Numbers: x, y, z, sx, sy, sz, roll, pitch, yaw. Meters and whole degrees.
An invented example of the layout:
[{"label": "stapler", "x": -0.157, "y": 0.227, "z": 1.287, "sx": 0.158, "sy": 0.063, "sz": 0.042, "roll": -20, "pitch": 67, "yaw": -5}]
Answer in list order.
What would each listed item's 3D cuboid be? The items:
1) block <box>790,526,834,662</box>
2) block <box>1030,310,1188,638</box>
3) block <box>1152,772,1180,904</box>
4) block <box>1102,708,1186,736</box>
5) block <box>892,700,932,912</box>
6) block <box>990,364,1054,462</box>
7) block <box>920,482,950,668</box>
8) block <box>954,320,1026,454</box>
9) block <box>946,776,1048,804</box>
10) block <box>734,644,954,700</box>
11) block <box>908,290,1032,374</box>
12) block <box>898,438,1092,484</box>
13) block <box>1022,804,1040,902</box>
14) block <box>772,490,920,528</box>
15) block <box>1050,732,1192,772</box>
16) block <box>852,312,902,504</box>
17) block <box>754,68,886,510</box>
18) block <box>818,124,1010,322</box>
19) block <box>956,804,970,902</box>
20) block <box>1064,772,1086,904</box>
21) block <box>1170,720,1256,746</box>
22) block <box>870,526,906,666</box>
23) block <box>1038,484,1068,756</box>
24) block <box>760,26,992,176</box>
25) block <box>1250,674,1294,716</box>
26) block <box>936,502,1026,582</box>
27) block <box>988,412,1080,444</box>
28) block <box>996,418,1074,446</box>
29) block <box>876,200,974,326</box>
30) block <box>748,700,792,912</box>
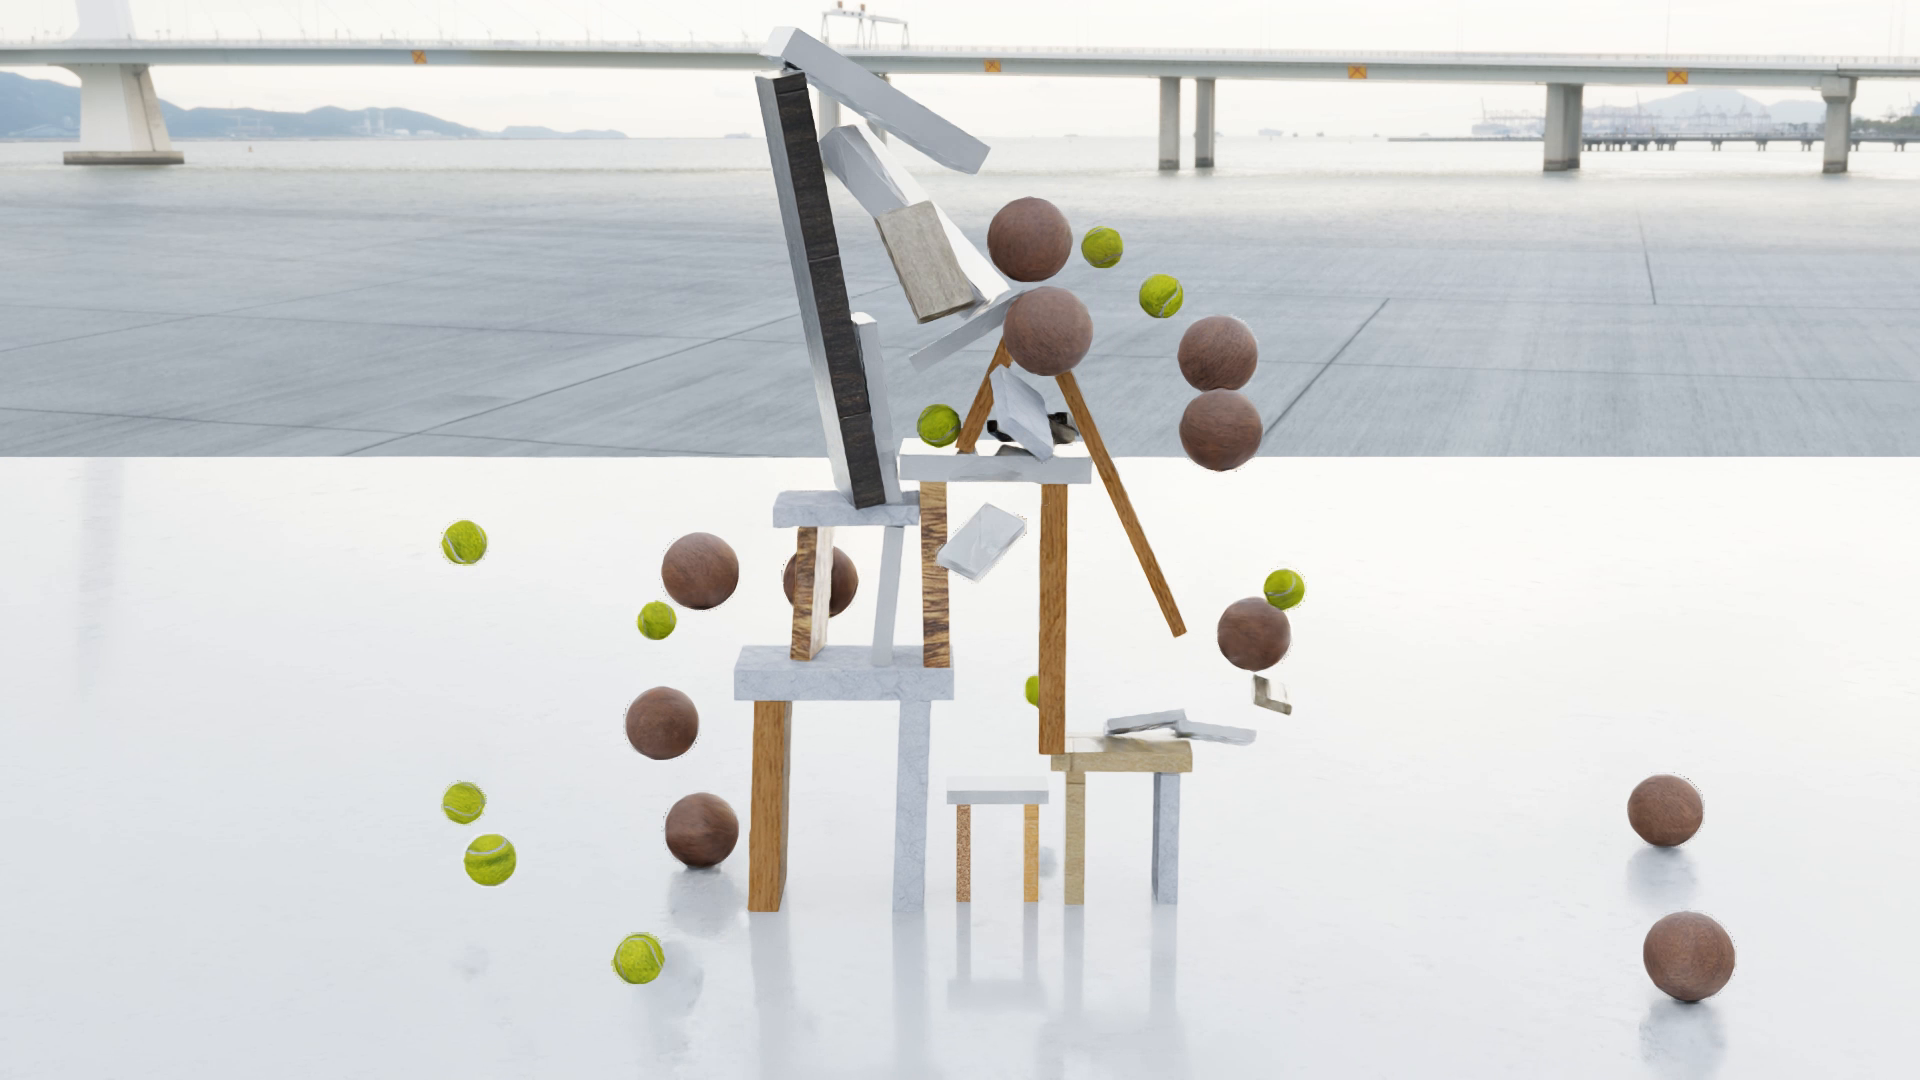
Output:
[{"label": "block", "x": -0.240, "y": 0.071, "z": 3.596, "sx": 0.033, "sy": 0.230, "sz": 0.115, "roll": 7, "pitch": 15, "yaw": 10}, {"label": "block", "x": 0.244, "y": -0.092, "z": 3.505, "sx": 0.025, "sy": 0.670, "sz": 0.088, "roll": -23, "pitch": 41, "yaw": 6}, {"label": "block", "x": 0.341, "y": 0.476, "z": 3.651, "sx": 0.033, "sy": 0.230, "sz": 0.115, "roll": 0, "pitch": 11, "yaw": -1}, {"label": "block", "x": 0.303, "y": 0.301, "z": 3.623, "sx": 0.130, "sy": 0.018, "sz": 0.065, "roll": -7, "pitch": -14, "yaw": -5}, {"label": "block", "x": -0.079, "y": 0.415, "z": 3.638, "sx": 0.050, "sy": 0.353, "sz": 0.176, "roll": 2, "pitch": 11, "yaw": 0}, {"label": "block", "x": 0.091, "y": -0.190, "z": 3.258, "sx": 0.088, "sy": 0.025, "sz": 0.175, "roll": 36, "pitch": 22, "yaw": -22}, {"label": "block", "x": -0.040, "y": 0.041, "z": 3.570, "sx": 0.043, "sy": 0.303, "sz": 0.152, "roll": -1, "pitch": 12, "yaw": 0}, {"label": "block", "x": 0.048, "y": -0.244, "z": 3.487, "sx": 0.029, "sy": 0.208, "sz": 0.104, "roll": 24, "pitch": 12, "yaw": -1}, {"label": "block", "x": 0.062, "y": 0.413, "z": 3.638, "sx": 0.167, "sy": 0.024, "sz": 0.084, "roll": 0, "pitch": 11, "yaw": 0}, {"label": "block", "x": -0.186, "y": 0.216, "z": 3.601, "sx": 0.353, "sy": 0.050, "sz": 0.176, "roll": 0, "pitch": 11, "yaw": 0}, {"label": "block", "x": 0.014, "y": -0.328, "z": 3.476, "sx": 0.208, "sy": 0.029, "sz": 0.104, "roll": -31, "pitch": 5, "yaw": 0}, {"label": "block", "x": 0.058, "y": -0.127, "z": 3.529, "sx": 0.303, "sy": 0.043, "sz": 0.152, "roll": 1, "pitch": 12, "yaw": 1}, {"label": "block", "x": 0.117, "y": 0.507, "z": 3.655, "sx": 0.024, "sy": 0.167, "sz": 0.084, "roll": 0, "pitch": 11, "yaw": 0}, {"label": "block", "x": -0.180, "y": -0.051, "z": 3.531, "sx": 0.230, "sy": 0.033, "sz": 0.115, "roll": -1, "pitch": 14, "yaw": 1}, {"label": "block", "x": 0.264, "y": 0.349, "z": 3.617, "sx": 0.229, "sy": 0.033, "sz": 0.115, "roll": 0, "pitch": 12, "yaw": 2}, {"label": "block", "x": -0.137, "y": -0.210, "z": 3.492, "sx": 0.029, "sy": 0.291, "sz": 0.104, "roll": -11, "pitch": 16, "yaw": -11}, {"label": "block", "x": -0.218, "y": -0.392, "z": 3.441, "sx": 0.050, "sy": 0.673, "sz": 0.176, "roll": -13, "pitch": 16, "yaw": -11}, {"label": "block", "x": -0.073, "y": -0.501, "z": 3.445, "sx": 0.050, "sy": 0.353, "sz": 0.176, "roll": -41, "pitch": 1, "yaw": 18}, {"label": "block", "x": 0.006, "y": 0.507, "z": 3.655, "sx": 0.024, "sy": 0.167, "sz": 0.084, "roll": 0, "pitch": 11, "yaw": 0}, {"label": "block", "x": 0.190, "y": 0.476, "z": 3.649, "sx": 0.033, "sy": 0.230, "sz": 0.115, "roll": 0, "pitch": 12, "yaw": 1}, {"label": "block", "x": 0.414, "y": 0.317, "z": 3.606, "sx": 0.130, "sy": 0.018, "sz": 0.065, "roll": 8, "pitch": -14, "yaw": -5}, {"label": "block", "x": -0.115, "y": 0.077, "z": 3.563, "sx": 0.033, "sy": 0.230, "sz": 0.115, "roll": 6, "pitch": 14, "yaw": -1}, {"label": "block", "x": 0.151, "y": 0.114, "z": 3.576, "sx": 0.043, "sy": 0.444, "sz": 0.152, "roll": 0, "pitch": 12, "yaw": 2}, {"label": "block", "x": -0.132, "y": -0.682, "z": 3.409, "sx": 0.353, "sy": 0.050, "sz": 0.176, "roll": 29, "pitch": 5, "yaw": -20}, {"label": "block", "x": 0.524, "y": 0.260, "z": 3.701, "sx": 0.065, "sy": 0.018, "sz": 0.130, "roll": 17, "pitch": 13, "yaw": 2}, {"label": "block", "x": 0.031, "y": 0.003, "z": 3.184, "sx": 0.068, "sy": 0.019, "sz": 0.136, "roll": 27, "pitch": 47, "yaw": 19}, {"label": "block", "x": 0.120, "y": -0.180, "z": 3.520, "sx": 0.136, "sy": 0.019, "sz": 0.068, "roll": -5, "pitch": -15, "yaw": 21}, {"label": "block", "x": 0.119, "y": -0.172, "z": 3.458, "sx": 0.068, "sy": 0.019, "sz": 0.136, "roll": -7, "pitch": -13, "yaw": 29}, {"label": "block", "x": -0.053, "y": -0.415, "z": 3.276, "sx": 0.088, "sy": 0.175, "sz": 0.025, "roll": -20, "pitch": -15, "yaw": -12}, {"label": "block", "x": -0.313, "y": 0.415, "z": 3.638, "sx": 0.050, "sy": 0.353, "sz": 0.176, "roll": 3, "pitch": 11, "yaw": 0}]
